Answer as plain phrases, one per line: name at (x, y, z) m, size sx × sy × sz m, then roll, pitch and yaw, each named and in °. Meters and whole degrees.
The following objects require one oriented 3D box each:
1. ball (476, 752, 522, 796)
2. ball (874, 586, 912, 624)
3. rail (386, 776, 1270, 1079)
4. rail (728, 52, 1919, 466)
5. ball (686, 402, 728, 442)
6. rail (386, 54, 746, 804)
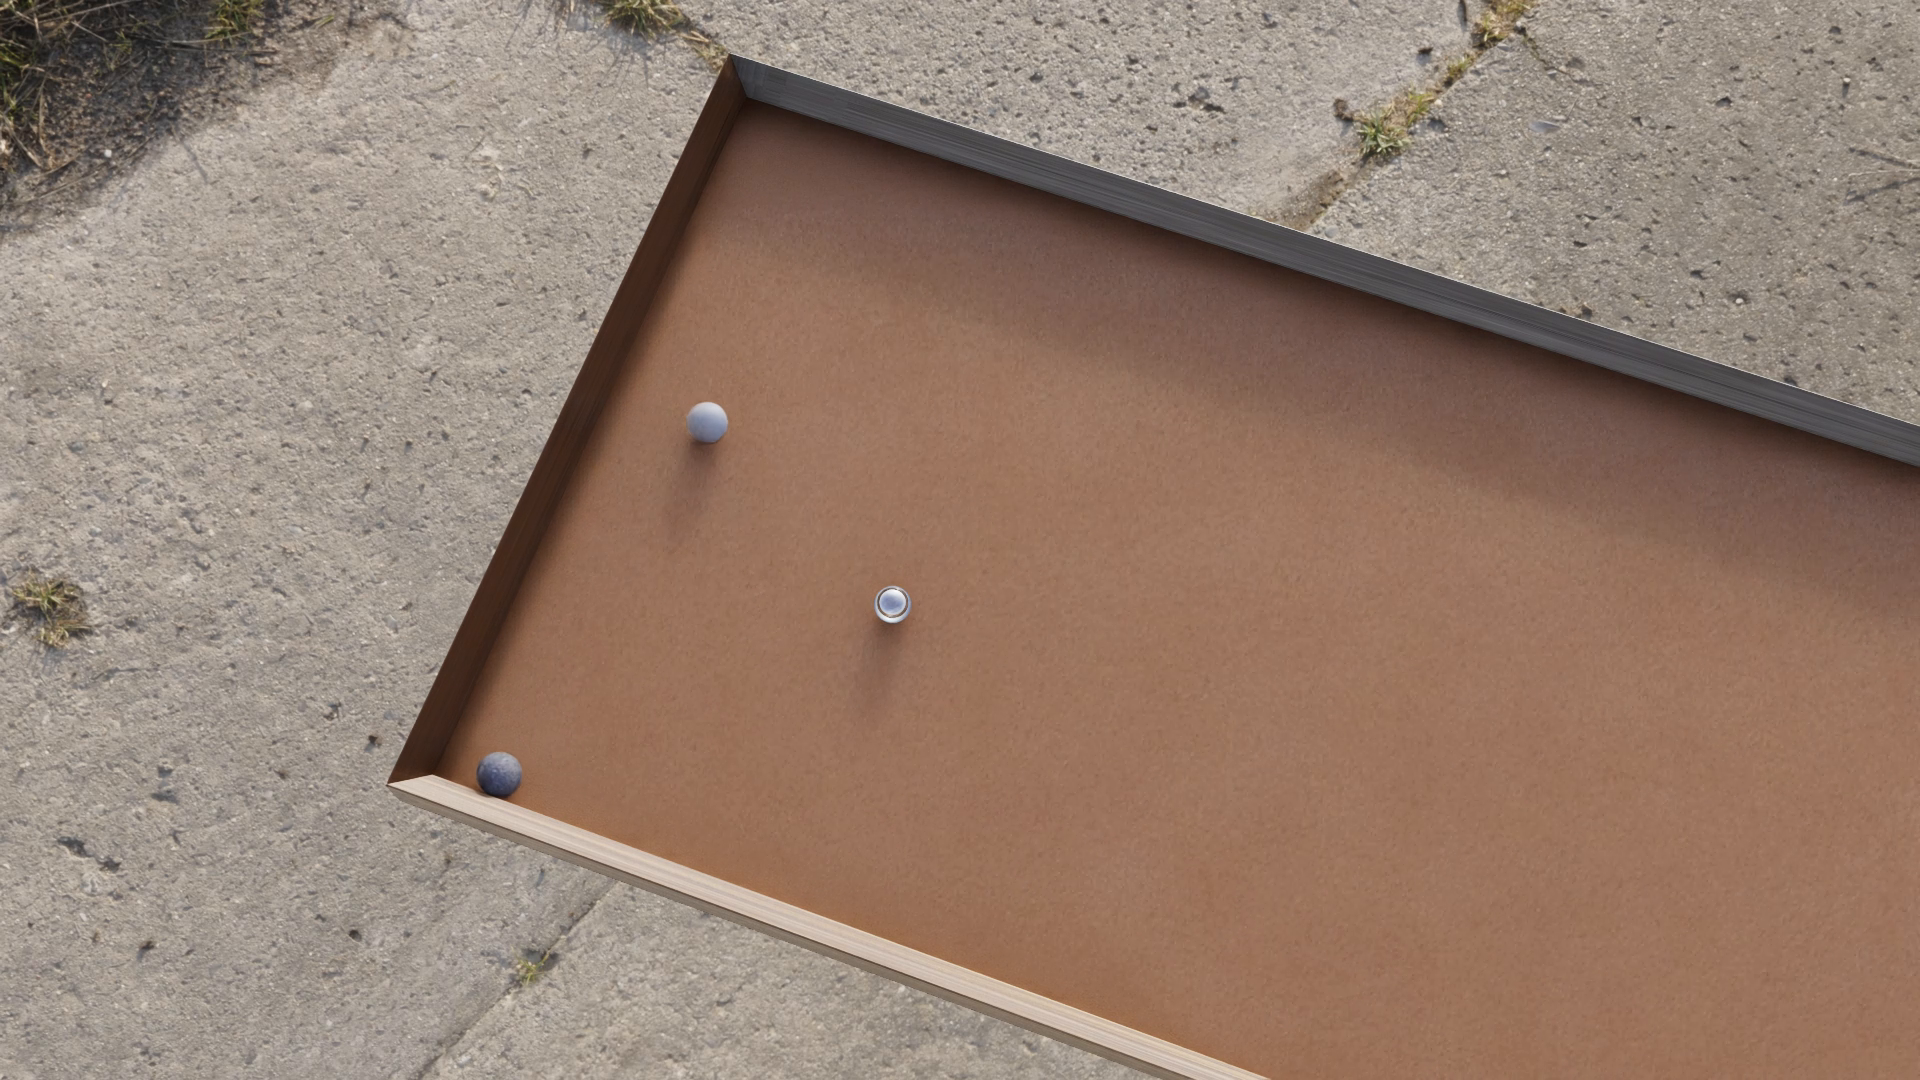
ball at (-0.698, 0.354, 3.330) m, size 0.068 × 0.068 × 0.068 m, roll 0°, pitch 69°, yaw 0°
ball at (-0.105, 0.101, 3.433) m, size 0.059 × 0.059 × 0.059 m, roll 0°, pitch 69°, yaw 0°
rail at (0.399, 0.781, 3.154) m, size 2.650 × 0.088 × 0.045 m, roll 19°, pitch 70°, yaw 7°
rail at (0.846, -0.370, 3.597) m, size 2.650 × 0.088 × 0.045 m, roll 19°, pitch 70°, yaw 7°
ball at (-0.408, -0.189, 3.541) m, size 0.066 × 0.066 × 0.066 m, roll 0°, pitch 69°, yaw 0°
rail at (-0.601, -0.208, 3.535) m, size 0.045 × 0.088 × 1.359 m, roll 19°, pitch 70°, yaw 7°
